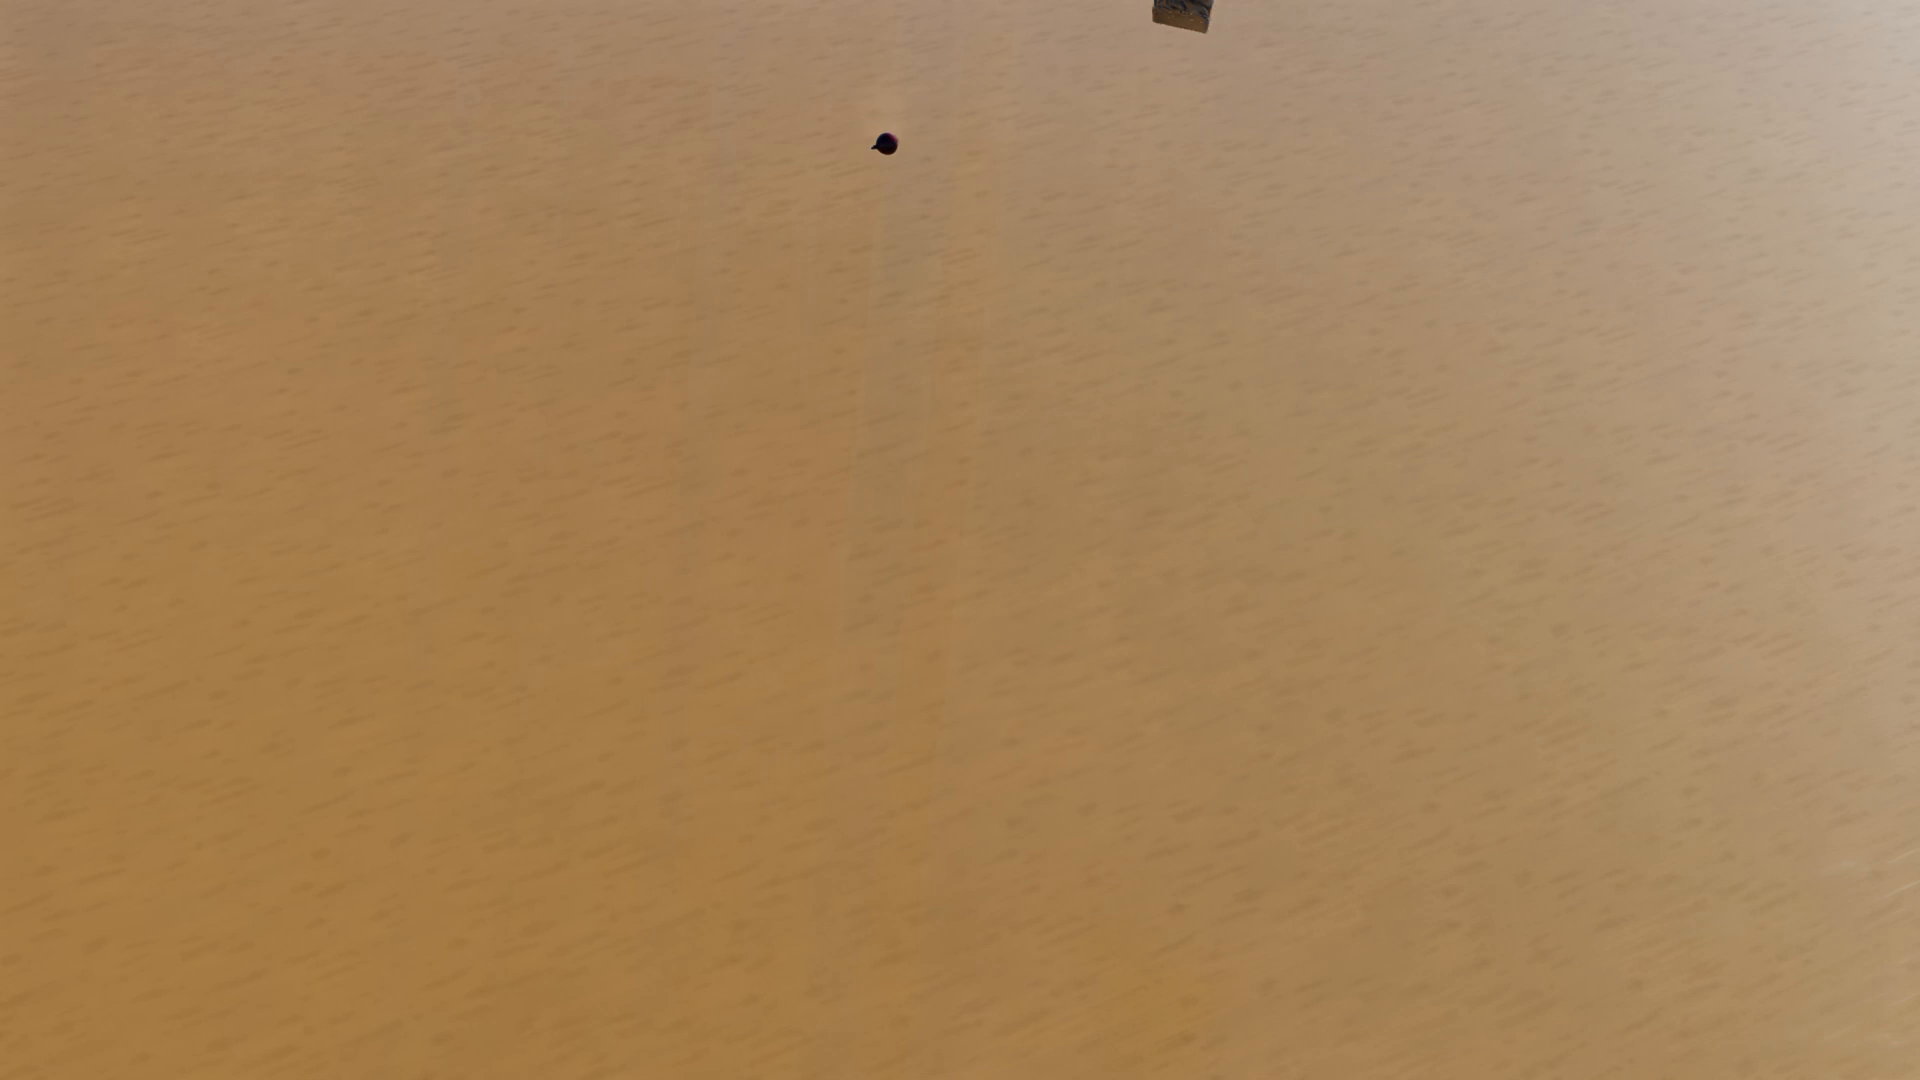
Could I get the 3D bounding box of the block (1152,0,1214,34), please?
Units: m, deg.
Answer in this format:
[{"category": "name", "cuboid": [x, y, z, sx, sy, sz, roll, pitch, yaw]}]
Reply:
[{"category": "block", "cuboid": [0.730, -1.770, 9.375, 0.180, 0.220, 0.218, 13, -3, 4]}]
